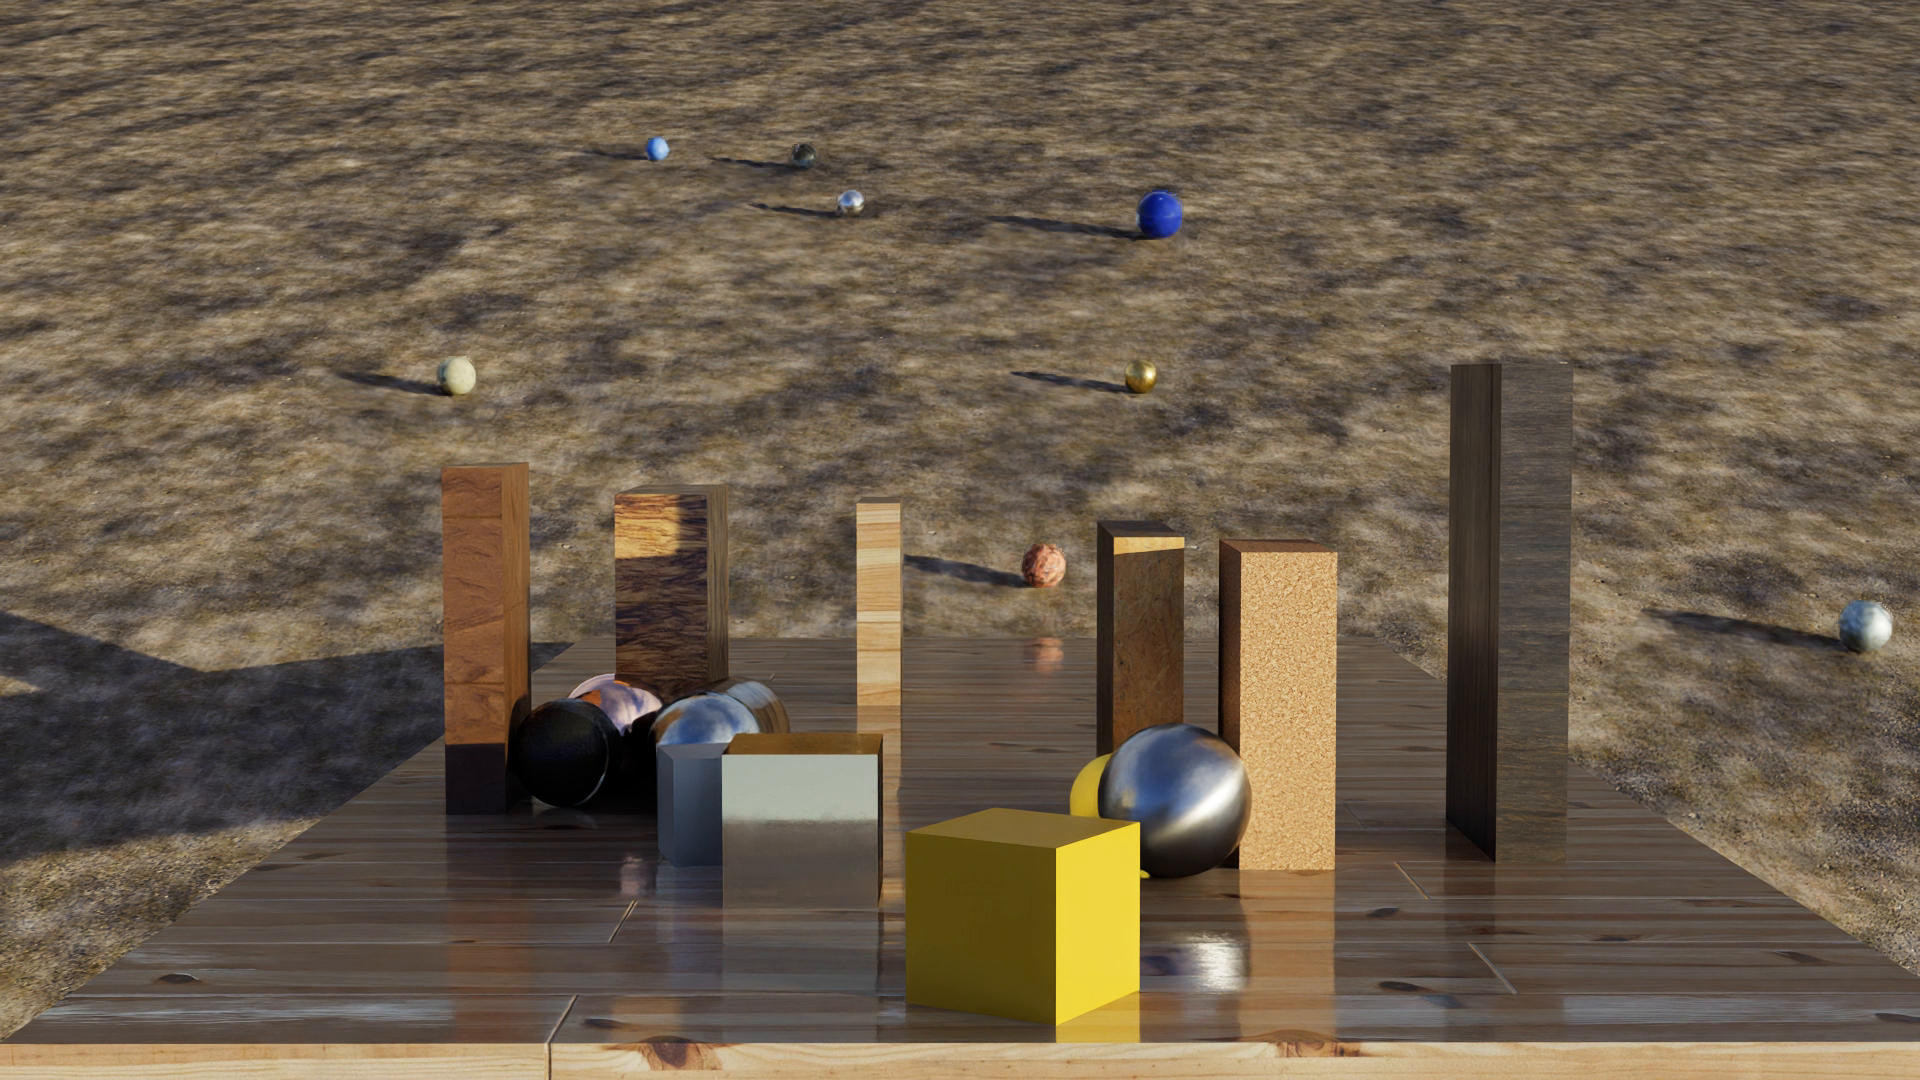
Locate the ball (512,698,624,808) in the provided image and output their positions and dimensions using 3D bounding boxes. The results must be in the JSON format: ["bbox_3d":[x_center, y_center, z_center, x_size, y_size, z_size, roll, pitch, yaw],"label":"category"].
[{"bbox_3d":[-0.601,0.326,3.934,0.168,0.168,0.168,0,20,0],"label":"ball"}]

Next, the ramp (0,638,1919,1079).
[{"bbox_3d":[0.047,0.422,4.534,2.000,0.100,4.000,0,4,0],"label":"ramp"}]

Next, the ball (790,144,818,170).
[{"bbox_3d":[-0.753,-1.850,12.397,0.126,0.126,0.126,0,20,0],"label":"ball"}]

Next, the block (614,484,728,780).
[{"bbox_3d":[-0.487,0.147,4.384,0.150,0.468,0.390,0,4,0],"label":"block"}]

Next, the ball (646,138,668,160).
[{"bbox_3d":[-1.487,-1.920,12.614,0.111,0.111,0.111,0,20,0],"label":"ball"}]

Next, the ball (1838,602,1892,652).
[{"bbox_3d":[2.353,0.225,6.675,0.133,0.133,0.133,0,20,0],"label":"ball"}]

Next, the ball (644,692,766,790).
[{"bbox_3d":[-0.381,0.321,3.866,0.186,0.186,0.186,0,20,0],"label":"ball"}]

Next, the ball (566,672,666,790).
[{"bbox_3d":[-0.554,0.305,4.104,0.187,0.187,0.187,0,20,0],"label":"ball"}]

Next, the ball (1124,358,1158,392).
[{"bbox_3d":[0.626,-0.567,8.880,0.117,0.117,0.117,0,20,0],"label":"ball"}]

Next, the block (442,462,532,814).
[{"bbox_3d":[-0.730,0.145,3.975,0.090,0.523,0.245,0,4,0],"label":"block"}]

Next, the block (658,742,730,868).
[{"bbox_3d":[-0.333,0.362,3.533,0.146,0.146,0.146,-1,4,-15],"label":"block"}]

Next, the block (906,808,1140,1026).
[{"bbox_3d":[0.068,0.394,2.722,0.181,0.181,0.181,2,4,32],"label":"block"}]

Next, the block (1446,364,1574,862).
[{"bbox_3d":[0.773,0.089,3.633,0.096,0.675,0.353,0,4,0],"label":"block"}]

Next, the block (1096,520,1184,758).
[{"bbox_3d":[0.264,0.200,3.814,0.098,0.434,0.425,0,4,0],"label":"block"}]

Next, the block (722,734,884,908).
[{"bbox_3d":[-0.197,0.355,3.270,0.192,0.192,0.192,0,4,0],"label":"block"}]

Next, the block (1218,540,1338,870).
[{"bbox_3d":[0.437,0.220,3.563,0.127,0.425,0.287,0,4,0],"label":"block"}]

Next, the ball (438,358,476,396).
[{"bbox_3d":[-1.734,-0.564,8.850,0.131,0.131,0.131,0,20,0],"label":"ball"}]

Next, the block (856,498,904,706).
[{"bbox_3d":[-0.164,0.121,5.297,0.087,0.406,0.282,0,4,0],"label":"block"}]

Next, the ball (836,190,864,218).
[{"bbox_3d":[-0.485,-1.494,11.420,0.124,0.124,0.124,0,20,0],"label":"ball"}]

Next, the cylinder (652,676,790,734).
[{"bbox_3d":[-0.379,0.313,4.052,0.177,0.177,0.177,4,4,12],"label":"cylinder"}]

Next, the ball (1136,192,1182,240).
[{"bbox_3d":[0.856,-1.394,11.032,0.201,0.201,0.201,0,20,0],"label":"ball"}]

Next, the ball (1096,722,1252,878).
[{"bbox_3d":[0.282,0.342,3.381,0.204,0.204,0.204,0,20,0],"label":"ball"}]

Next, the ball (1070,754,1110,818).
[{"bbox_3d":[0.221,0.363,3.540,0.141,0.141,0.141,0,20,0],"label":"ball"}]

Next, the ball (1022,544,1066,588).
[{"bbox_3d":[0.232,0.073,7.112,0.121,0.121,0.121,0,20,0],"label":"ball"}]
